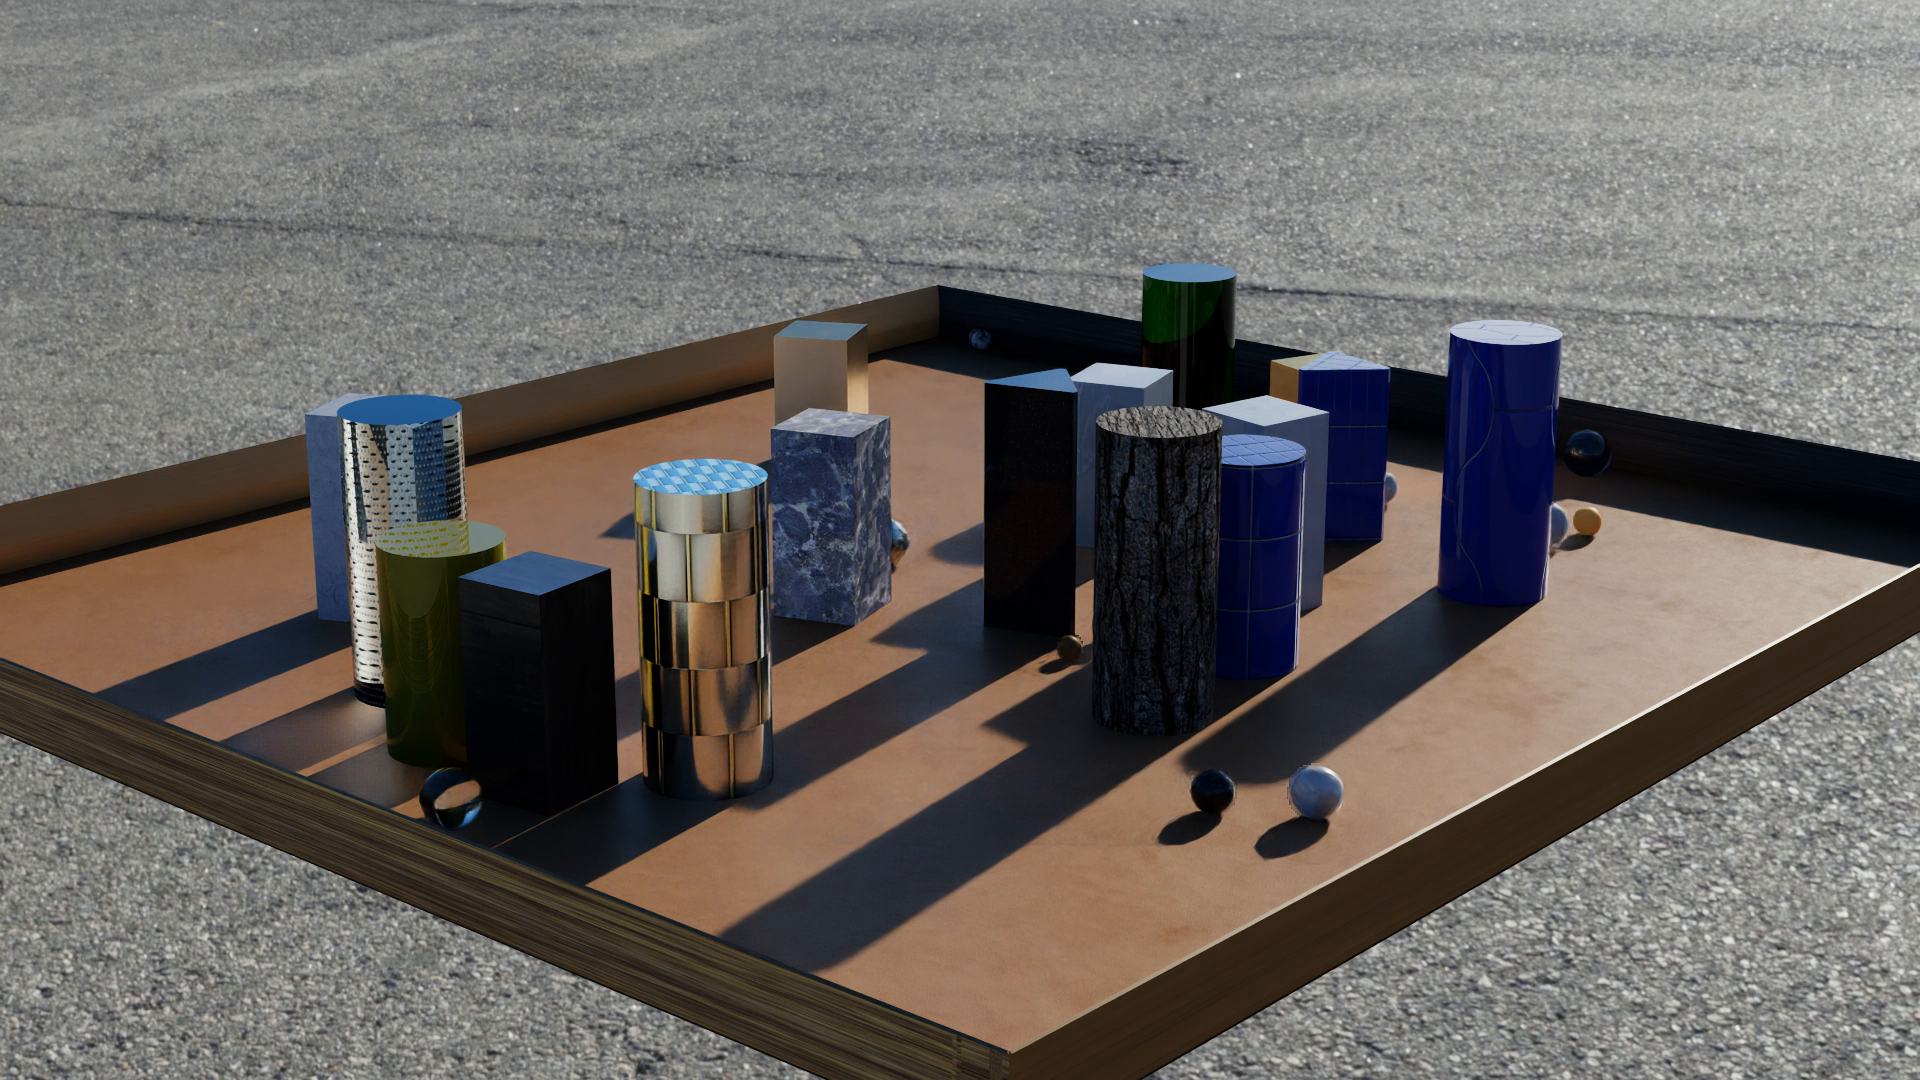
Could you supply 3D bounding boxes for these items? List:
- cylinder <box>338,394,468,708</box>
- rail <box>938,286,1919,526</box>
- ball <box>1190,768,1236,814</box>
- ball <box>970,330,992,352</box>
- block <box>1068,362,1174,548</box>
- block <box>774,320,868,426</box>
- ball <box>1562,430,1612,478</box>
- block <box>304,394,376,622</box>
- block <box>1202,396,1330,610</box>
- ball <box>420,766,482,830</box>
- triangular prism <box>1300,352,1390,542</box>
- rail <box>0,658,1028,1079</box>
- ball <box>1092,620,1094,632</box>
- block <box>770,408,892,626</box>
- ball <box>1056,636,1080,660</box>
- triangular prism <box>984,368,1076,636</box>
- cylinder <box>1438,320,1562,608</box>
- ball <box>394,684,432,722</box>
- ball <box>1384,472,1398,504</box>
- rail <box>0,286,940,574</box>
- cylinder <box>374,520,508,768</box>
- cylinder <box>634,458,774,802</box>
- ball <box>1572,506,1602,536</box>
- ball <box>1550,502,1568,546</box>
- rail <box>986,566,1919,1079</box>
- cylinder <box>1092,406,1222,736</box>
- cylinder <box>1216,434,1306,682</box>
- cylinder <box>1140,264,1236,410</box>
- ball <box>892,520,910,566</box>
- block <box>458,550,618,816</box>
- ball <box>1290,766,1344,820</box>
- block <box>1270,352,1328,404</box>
[{"bbox_3d":[-0.865,0.018,4.590,0.190,0.458,0.190,0,17,0],"label":"cylinder"},{"bbox_3d":[0.960,-0.289,6.180,2.725,0.124,0.045,14,22,39],"label":"rail"},{"bbox_3d":[0.358,0.356,4.152,0.064,0.064,0.064,0,17,0],"label":"ball"},{"bbox_3d":[0.051,-0.470,6.909,0.051,0.051,0.051,0,17,0],"label":"ball"},{"bbox_3d":[0.292,-0.153,5.408,0.152,0.311,0.152,7,18,23],"label":"block"},{"bbox_3d":[-0.280,-0.293,5.941,0.152,0.271,0.152,4,17,13],"label":"block"},{"bbox_3d":[1.251,-0.173,5.850,0.095,0.095,0.095,0,17,0],"label":"ball"},{"bbox_3d":[-0.999,-0.053,4.993,0.152,0.360,0.152,5,17,16],"label":"block"},{"bbox_3d":[0.519,-0.056,5.030,0.152,0.344,0.152,-13,21,-36],"label":"block"},{"bbox_3d":[-0.711,0.360,4.097,0.087,0.087,0.087,0,17,0],"label":"ball"},{"bbox_3d":[0.698,-0.175,5.453,0.165,0.328,0.143,-1,17,-3],"label":"triangular prism"},{"bbox_3d":[-0.960,0.351,4.062,2.725,0.124,0.045,14,22,39],"label":"rail"},{"bbox_3d":[0.249,0.143,4.866,0.058,0.058,0.058,0,17,0],"label":"ball"},{"bbox_3d":[-0.218,-0.041,5.005,0.152,0.330,0.152,7,18,22],"label":"block"},{"bbox_3d":[0.177,0.176,4.790,0.040,0.040,0.040,0,17,0],"label":"ball"},{"bbox_3d":[0.144,-0.067,4.931,0.165,0.423,0.143,8,18,24],"label":"triangular prism"},{"bbox_3d":[0.934,-0.133,5.081,0.190,0.464,0.190,0,17,0],"label":"cylinder"},{"bbox_3d":[-0.843,0.251,4.512,0.057,0.057,0.057,0,17,0],"label":"ball"},{"bbox_3d":[0.811,-0.102,5.661,0.067,0.067,0.067,0,17,0],"label":"ball"},{"bbox_3d":[-1.011,-0.223,5.961,0.045,0.124,2.977,14,22,39],"label":"rail"},{"bbox_3d":[-0.765,0.154,4.368,0.190,0.326,0.190,0,17,0],"label":"cylinder"},{"bbox_3d":[-0.368,0.128,4.226,0.190,0.457,0.190,0,17,0],"label":"cylinder"},{"bbox_3d":[1.170,-0.036,5.466,0.054,0.054,0.054,0,17,0],"label":"ball"},{"bbox_3d":[1.076,-0.030,5.393,0.085,0.085,0.085,0,17,0],"label":"ball"},{"bbox_3d":[1.011,0.285,4.280,0.045,0.124,2.977,14,22,39],"label":"rail"},{"bbox_3d":[0.300,0.046,4.476,0.190,0.469,0.190,0,17,0],"label":"cylinder"},{"bbox_3d":[0.457,0.027,4.732,0.190,0.358,0.190,0,17,0],"label":"cylinder"},{"bbox_3d":[0.464,-0.359,5.974,0.190,0.379,0.190,0,17,0],"label":"cylinder"},{"bbox_3d":[-0.135,0.005,5.272,0.089,0.089,0.089,0,17,0],"label":"ball"},{"bbox_3d":[-0.602,0.203,4.199,0.152,0.328,0.152,11,20,32],"label":"block"},{"bbox_3d":[0.503,0.356,4.130,0.076,0.076,0.076,0,17,0],"label":"ball"},{"bbox_3d":[0.707,-0.216,5.705,0.152,0.260,0.152,-9,19,-28],"label":"block"}]
